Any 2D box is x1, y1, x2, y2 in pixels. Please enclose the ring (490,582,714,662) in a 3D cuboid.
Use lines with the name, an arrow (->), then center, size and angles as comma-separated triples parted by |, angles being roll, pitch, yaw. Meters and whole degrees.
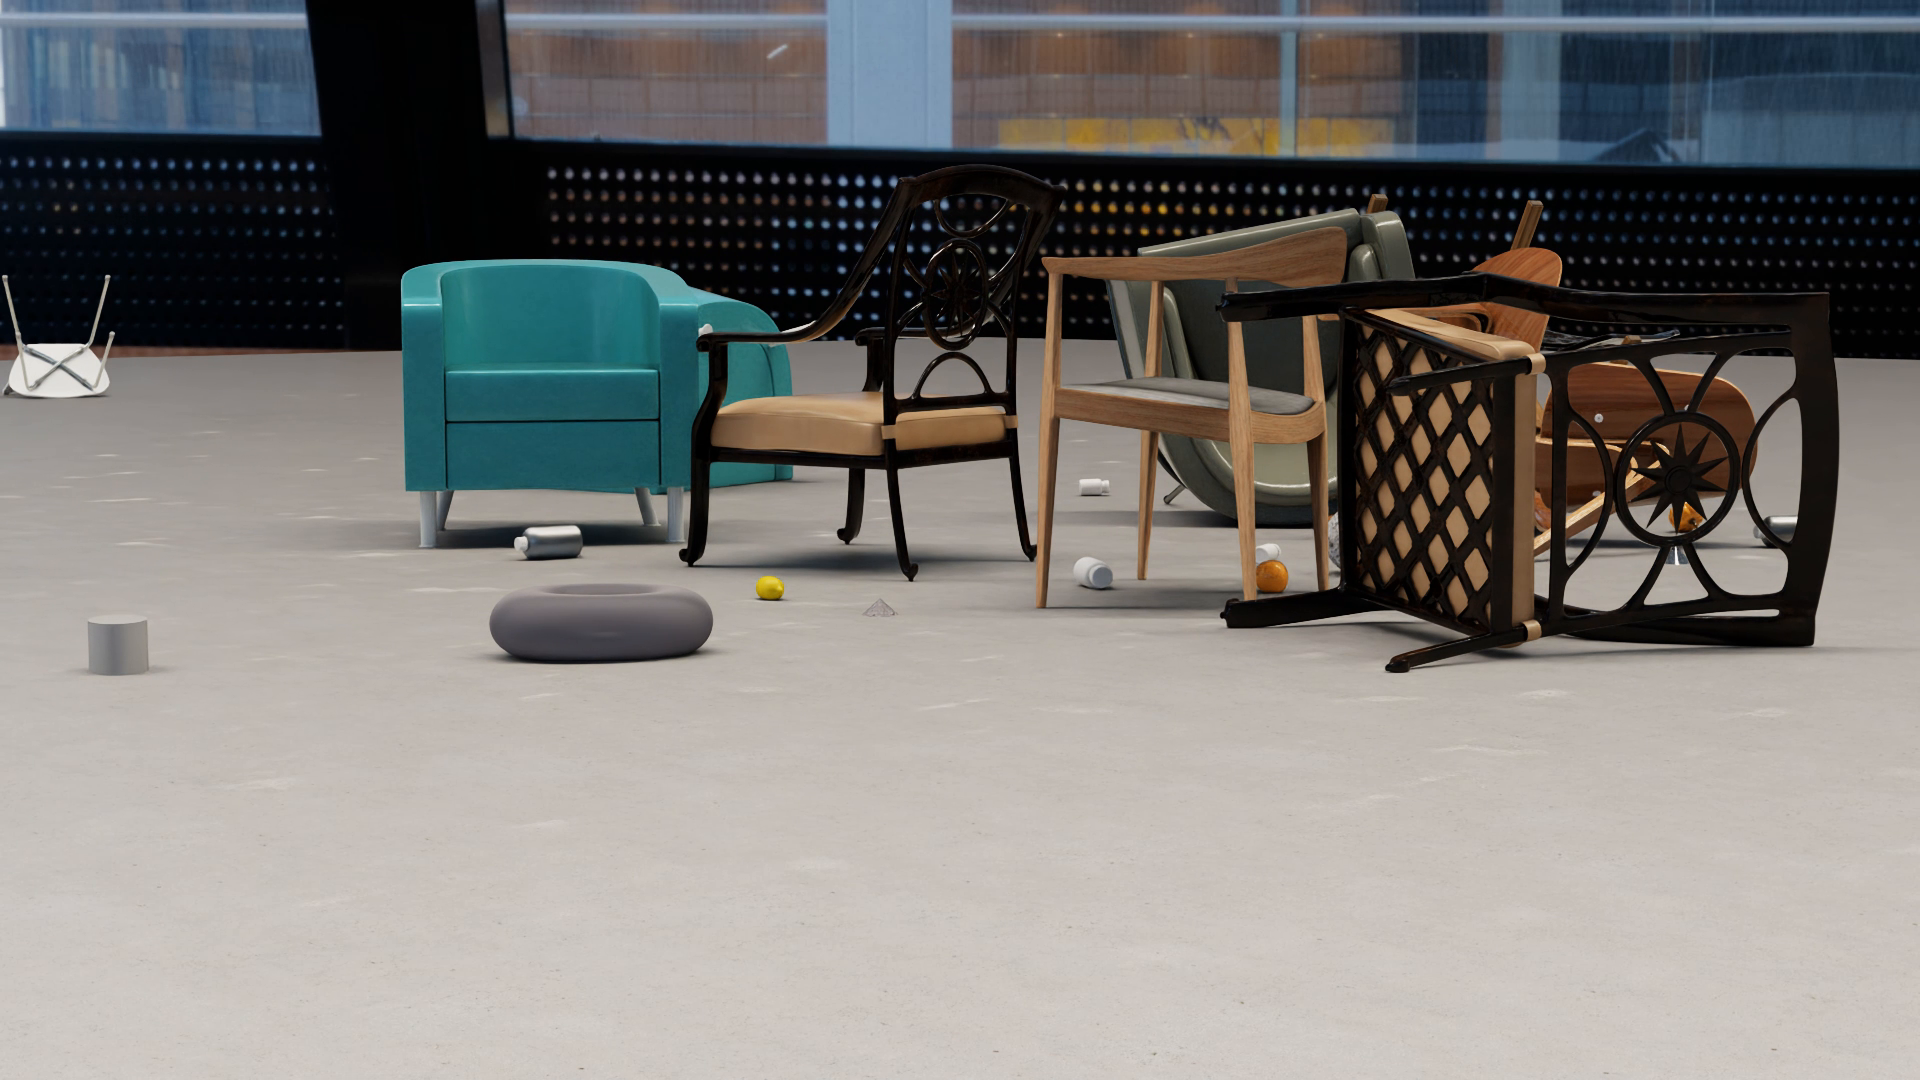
ring -> -0.623, 0.143, 4.468 | 0.388, 0.117, 0.226 | 0, 7, -13

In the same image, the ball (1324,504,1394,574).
ball -> 0.882, -0.001, 5.669 | 0.155, 0.155, 0.155 | 0, 6, 0

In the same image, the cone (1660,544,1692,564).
cone -> 1.647, 0.031, 5.909 | 0.072, 0.041, 0.098 | 2, 6, 20

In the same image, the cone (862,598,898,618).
cone -> -0.156, 0.129, 4.999 | 0.070, 0.033, 0.076 | 2, 6, 18

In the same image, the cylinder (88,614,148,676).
cylinder -> -1.408, 0.175, 4.291 | 0.094, 0.086, 0.124 | -3, 6, -25
